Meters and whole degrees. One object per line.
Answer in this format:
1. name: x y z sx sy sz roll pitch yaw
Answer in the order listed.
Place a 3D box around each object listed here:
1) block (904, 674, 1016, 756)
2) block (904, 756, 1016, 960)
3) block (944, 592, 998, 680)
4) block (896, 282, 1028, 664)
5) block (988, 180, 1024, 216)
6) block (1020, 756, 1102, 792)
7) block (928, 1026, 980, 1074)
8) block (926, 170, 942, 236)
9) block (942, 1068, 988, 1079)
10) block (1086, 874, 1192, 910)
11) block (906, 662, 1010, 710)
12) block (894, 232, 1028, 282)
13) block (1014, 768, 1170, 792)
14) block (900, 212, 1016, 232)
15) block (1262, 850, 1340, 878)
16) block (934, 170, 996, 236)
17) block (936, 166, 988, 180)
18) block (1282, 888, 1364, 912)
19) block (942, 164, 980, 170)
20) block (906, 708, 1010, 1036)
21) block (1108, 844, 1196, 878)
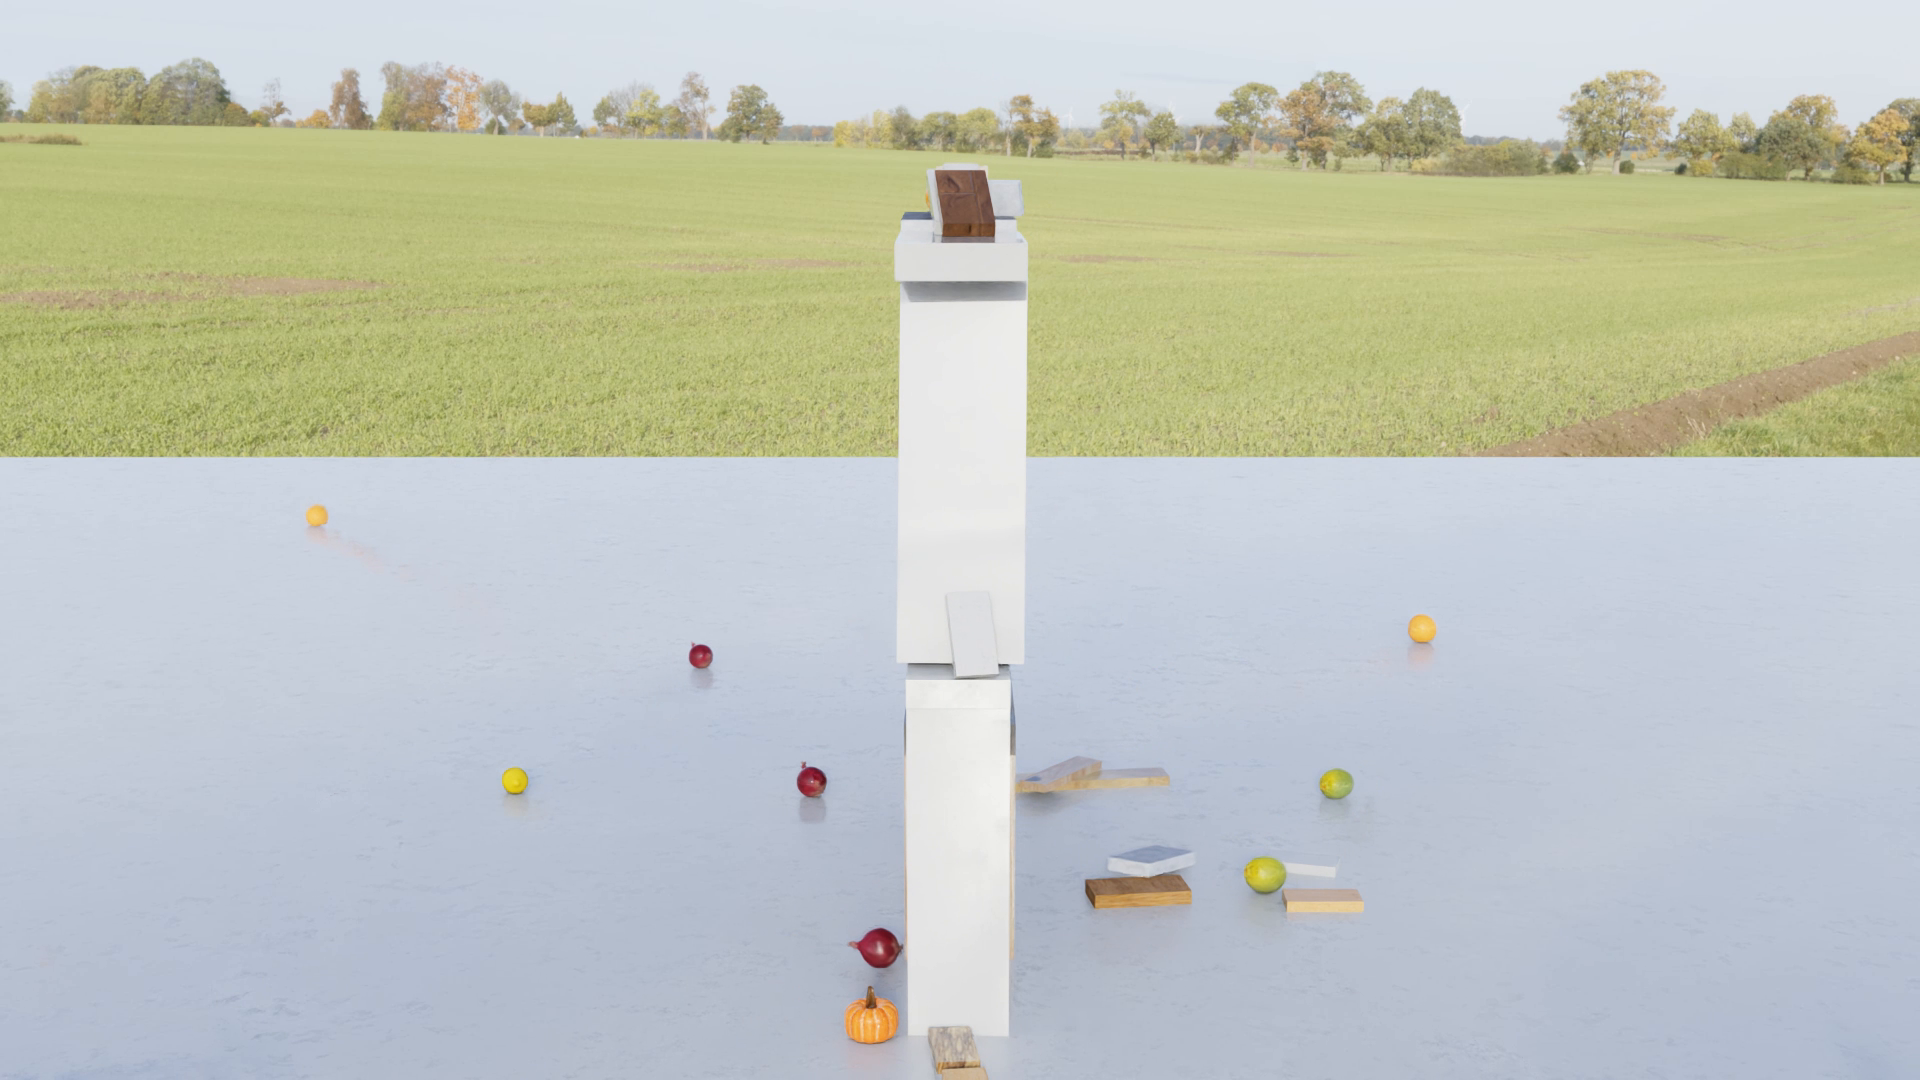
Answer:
1. block: 0.000 0.268 3.445 0.167 0.047 0.334 0 11 0
2. block: 0.000 0.476 3.370 0.167 0.334 0.047 0 11 0
3. block: 0.016 0.129 2.990 0.058 0.117 0.017 -3 -18 -14
4. block: 0.004 -0.097 3.048 0.175 0.534 0.050 1 0 3
5. block: 0.043 -0.525 3.376 0.107 0.054 0.015 4 32 20
6. block: 0.196 0.453 4.261 0.057 0.016 0.203 7 13 35
7. block: -0.009 0.701 3.025 0.058 0.017 0.117 -1 11 -7
8. block: -0.006 -0.487 3.166 0.074 0.021 0.148 -1 40 -6
9. block: 0.044 0.774 2.635 0.059 0.017 0.639 -1 11 -7
10. block: 0.295 0.583 3.644 0.162 0.023 0.081 -2 11 -8
11. block: -0.002 0.183 3.111 0.142 0.040 0.283 0 11 0
12. block: 0.001 -0.397 3.061 0.175 0.050 0.350 0 10 0
13. block: 0.225 0.467 4.280 0.359 0.018 0.064 -2 11 -8
14. block: -0.003 -0.478 3.404 0.170 0.048 0.340 0 11 0
15. block: 0.590 0.558 3.795 0.124 0.018 0.062 3 11 17
16. block: 0.006 -0.479 3.124 0.074 0.021 0.148 -1 40 -6
17. block: 0.005 -0.574 3.550 0.081 0.023 0.162 0 -4 1
18. block: 0.595 0.592 3.611 0.124 0.018 0.062 0 11 1
19. block: 0.006 -0.524 3.298 0.054 0.015 0.107 -2 51 -8
20. block: -0.002 0.457 3.067 0.142 0.482 0.040 0 11 1
21. block: 0.329 0.548 3.760 0.081 0.023 0.162 5 3 34
